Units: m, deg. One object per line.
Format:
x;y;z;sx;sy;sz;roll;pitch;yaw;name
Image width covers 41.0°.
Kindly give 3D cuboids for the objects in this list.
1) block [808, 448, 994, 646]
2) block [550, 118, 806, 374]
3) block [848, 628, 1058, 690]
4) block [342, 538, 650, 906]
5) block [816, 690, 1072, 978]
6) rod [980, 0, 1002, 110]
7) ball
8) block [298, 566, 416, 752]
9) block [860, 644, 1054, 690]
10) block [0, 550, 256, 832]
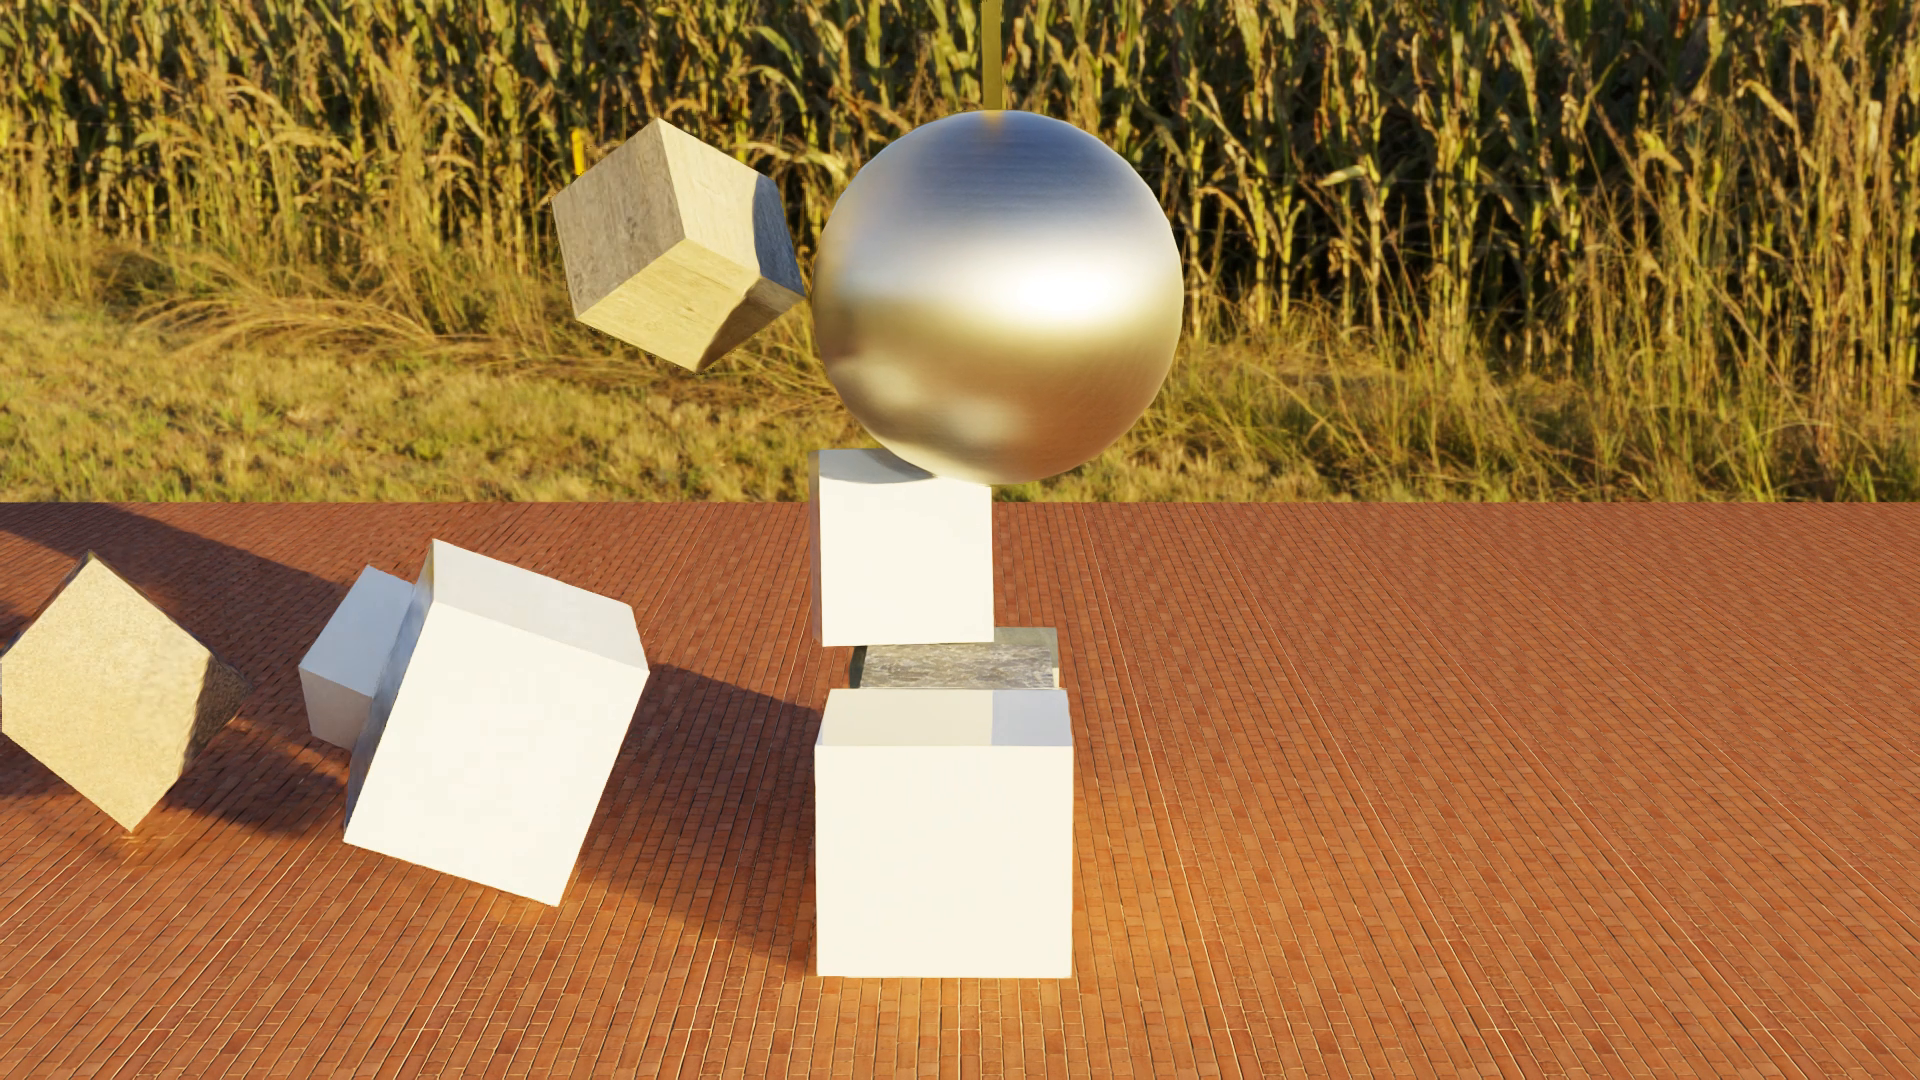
-0.291;0.019;12.099;0.782;0.893;0.816;-1;1;-7;block
-1.233;-1.275;11.220;0.664;0.650;0.765;-32;-32;27;block
-0.018;0.907;12.309;0.967;0.811;0.884;0;10;1;block
-1.933;0.736;10.638;0.893;1.040;1.022;20;9;-16;block
-0.055;1.177;10.470;0.998;0.938;0.929;0;10;1;block
0.070;-4.380;10.384;0.080;5.200;0.080;-2;10;0;rod
0.161;-1.036;10.992;1.600;1.600;1.600;0;10;0;ball
-2.615;0.614;11.828;0.556;0.609;0.610;22;56;8;block
-0.009;1.011;11.399;0.830;0.932;0.838;0;10;0;block
-3.889;0.670;11.745;0.913;0.821;0.898;43;-12;-16;block
